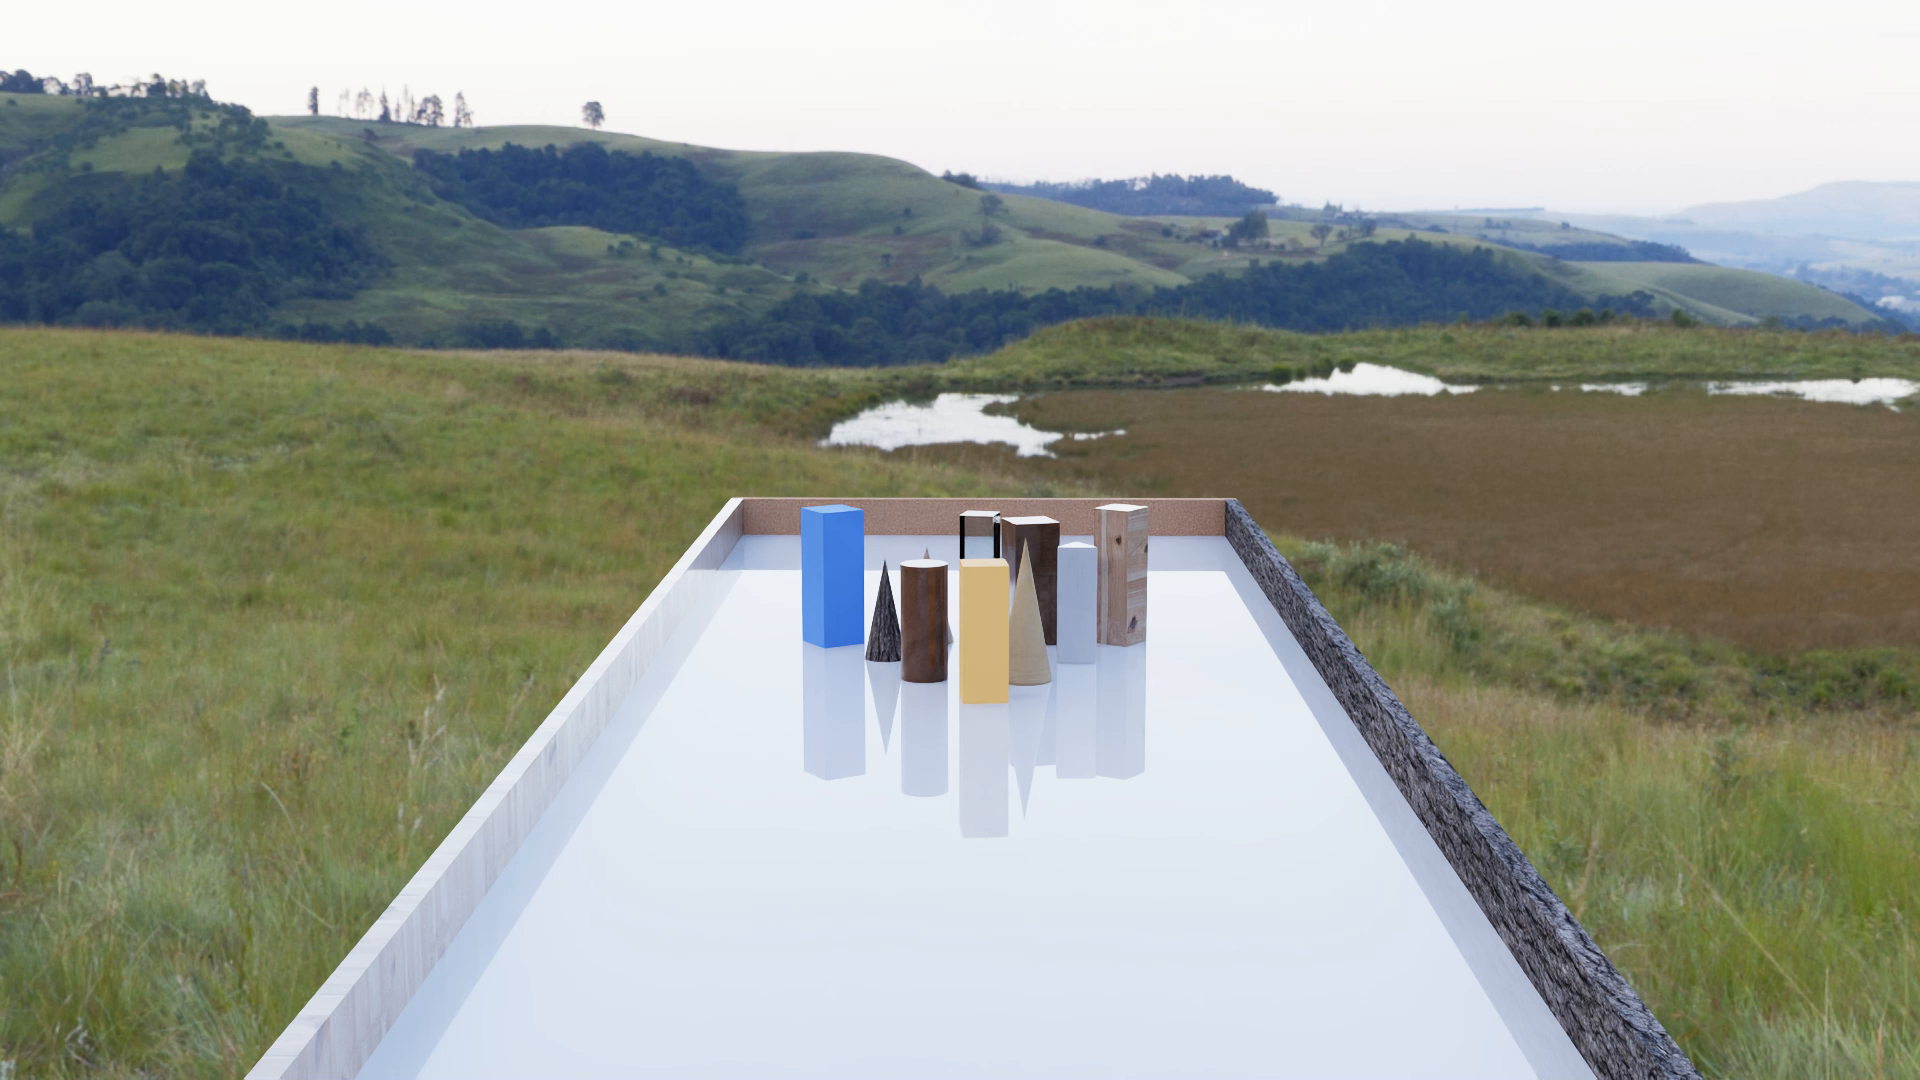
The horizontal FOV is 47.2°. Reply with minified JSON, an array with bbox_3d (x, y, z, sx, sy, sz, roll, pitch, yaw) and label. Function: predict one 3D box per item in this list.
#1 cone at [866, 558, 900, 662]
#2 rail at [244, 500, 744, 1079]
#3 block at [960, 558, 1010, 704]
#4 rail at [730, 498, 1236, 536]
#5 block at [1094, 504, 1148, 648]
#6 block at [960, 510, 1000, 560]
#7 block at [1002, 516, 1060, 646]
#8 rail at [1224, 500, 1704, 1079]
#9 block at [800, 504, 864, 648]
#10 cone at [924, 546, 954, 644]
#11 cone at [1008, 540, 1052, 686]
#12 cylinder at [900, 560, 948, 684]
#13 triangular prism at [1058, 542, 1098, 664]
[{"bbox_3d":[-0.228,0.207,6.707,0.126,0.312,0.126,0,9,0],"label":"cone"},{"bbox_3d":[-1.004,0.839,3.234,0.050,0.150,12.000,0,9,1],"label":"rail"},{"bbox_3d":[0.067,0.255,6.165,0.128,0.387,0.128,-1,9,-5],"label":"block"},{"bbox_3d":[0.099,-0.098,9.147,2.100,0.150,0.050,0,9,1],"label":"rail"},{"bbox_3d":[0.507,0.110,6.942,0.124,0.430,0.124,6,11,35],"label":"block"},{"bbox_3d":[0.060,0.144,6.651,0.102,0.453,0.102,2,9,13],"label":"block"},{"bbox_3d":[0.222,0.130,6.947,0.145,0.389,0.145,-3,9,-16],"label":"block"},{"bbox_3d":[1.046,0.843,3.208,0.050,0.150,12.000,0,9,1],"label":"rail"},{"bbox_3d":[-0.401,0.113,6.936,0.145,0.427,0.145,-6,11,-32],"label":"block"},{"bbox_3d":[-0.105,0.170,6.962,0.174,0.305,0.174,0,9,0],"label":"cone"},{"bbox_3d":[0.190,0.200,6.395,0.159,0.424,0.159,0,9,0],"label":"cone"},{"bbox_3d":[-0.104,0.237,6.427,0.139,0.341,0.139,0,9,0],"label":"cylinder"},{"bbox_3d":[0.353,0.190,6.671,0.118,0.357,0.102,0,9,1],"label":"triangular prism"}]
